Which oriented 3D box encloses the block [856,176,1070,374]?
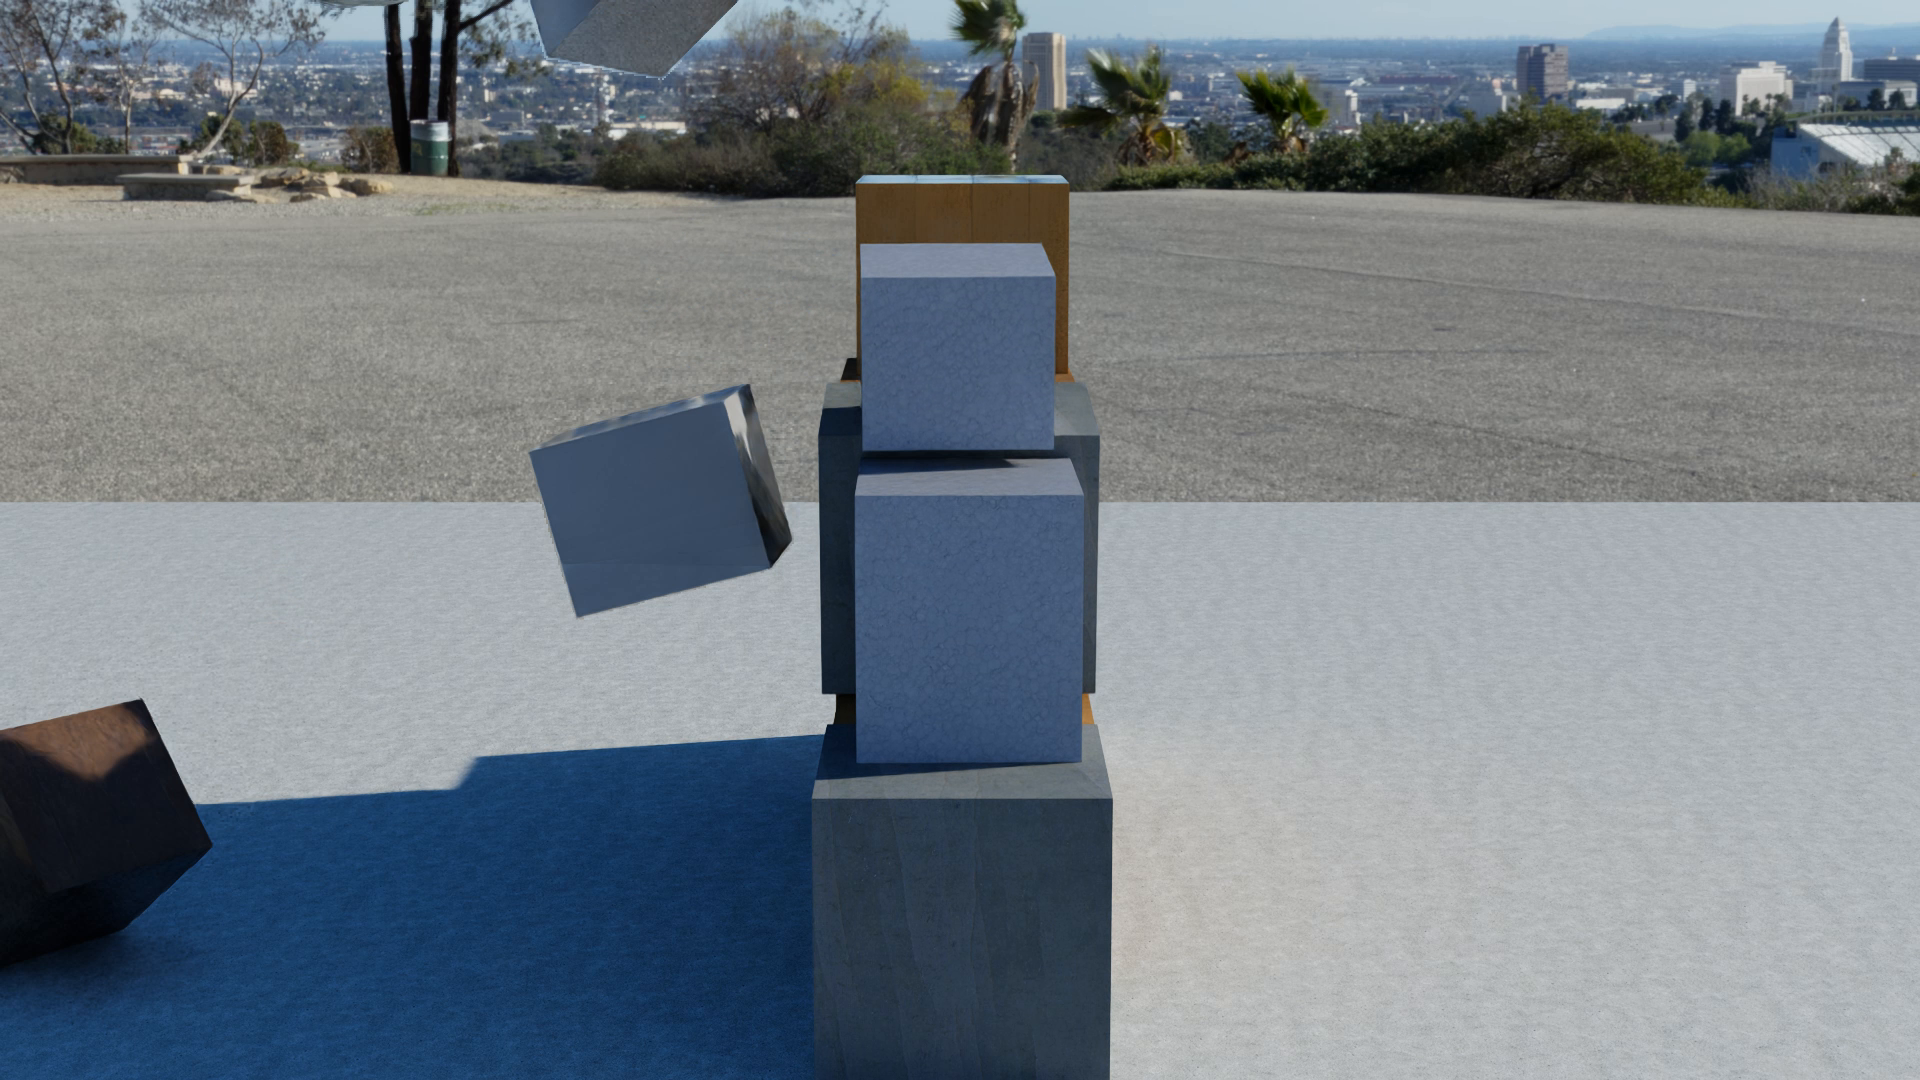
[{"bbox_3d":[0.010,-1.227,11.725,0.935,0.837,0.894,0,10,0],"label":"block"}]

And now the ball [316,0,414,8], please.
[{"bbox_3d":[-2.503,-3.025,10.630,1.600,1.600,1.600,0,10,0],"label":"ball"}]

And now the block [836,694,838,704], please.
[{"bbox_3d":[0.006,0.942,11.327,1.061,1.093,0.958,0,10,0],"label":"block"}]

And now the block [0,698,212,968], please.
[{"bbox_3d":[-3.607,1.183,10.200,0.797,0.681,0.744,-38,-15,35],"label":"block"}]

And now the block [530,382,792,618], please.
[{"bbox_3d":[-1.275,-0.185,11.099,0.853,0.730,0.760,-14,8,5],"label":"block"}]

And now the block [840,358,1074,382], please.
[{"bbox_3d":[-0.015,-0.227,11.621,1.014,1.095,0.984,0,10,-1],"label":"block"}]

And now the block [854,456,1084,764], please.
[{"bbox_3d":[0.028,0.242,9.675,0.817,0.983,0.927,0,10,-1],"label":"block"}]

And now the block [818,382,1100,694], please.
[{"bbox_3d":[-0.011,-0.026,10.620,1.101,1.070,0.943,0,16,-1],"label":"block"}]

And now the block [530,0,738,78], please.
[{"bbox_3d":[-1.525,-2.689,11.791,0.665,0.743,0.734,1,-28,-46],"label":"block"}]

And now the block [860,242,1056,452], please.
[{"bbox_3d":[-0.022,-0.768,10.057,0.730,0.668,0.751,-1,16,-2],"label":"block"}]

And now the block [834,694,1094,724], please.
[{"bbox_3d":[0.015,1.149,10.410,1.016,1.014,0.905,0,10,0],"label":"block"}]

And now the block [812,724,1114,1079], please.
[{"bbox_3d":[0.008,1.311,9.447,1.040,1.040,1.028,0,10,0],"label":"block"}]
